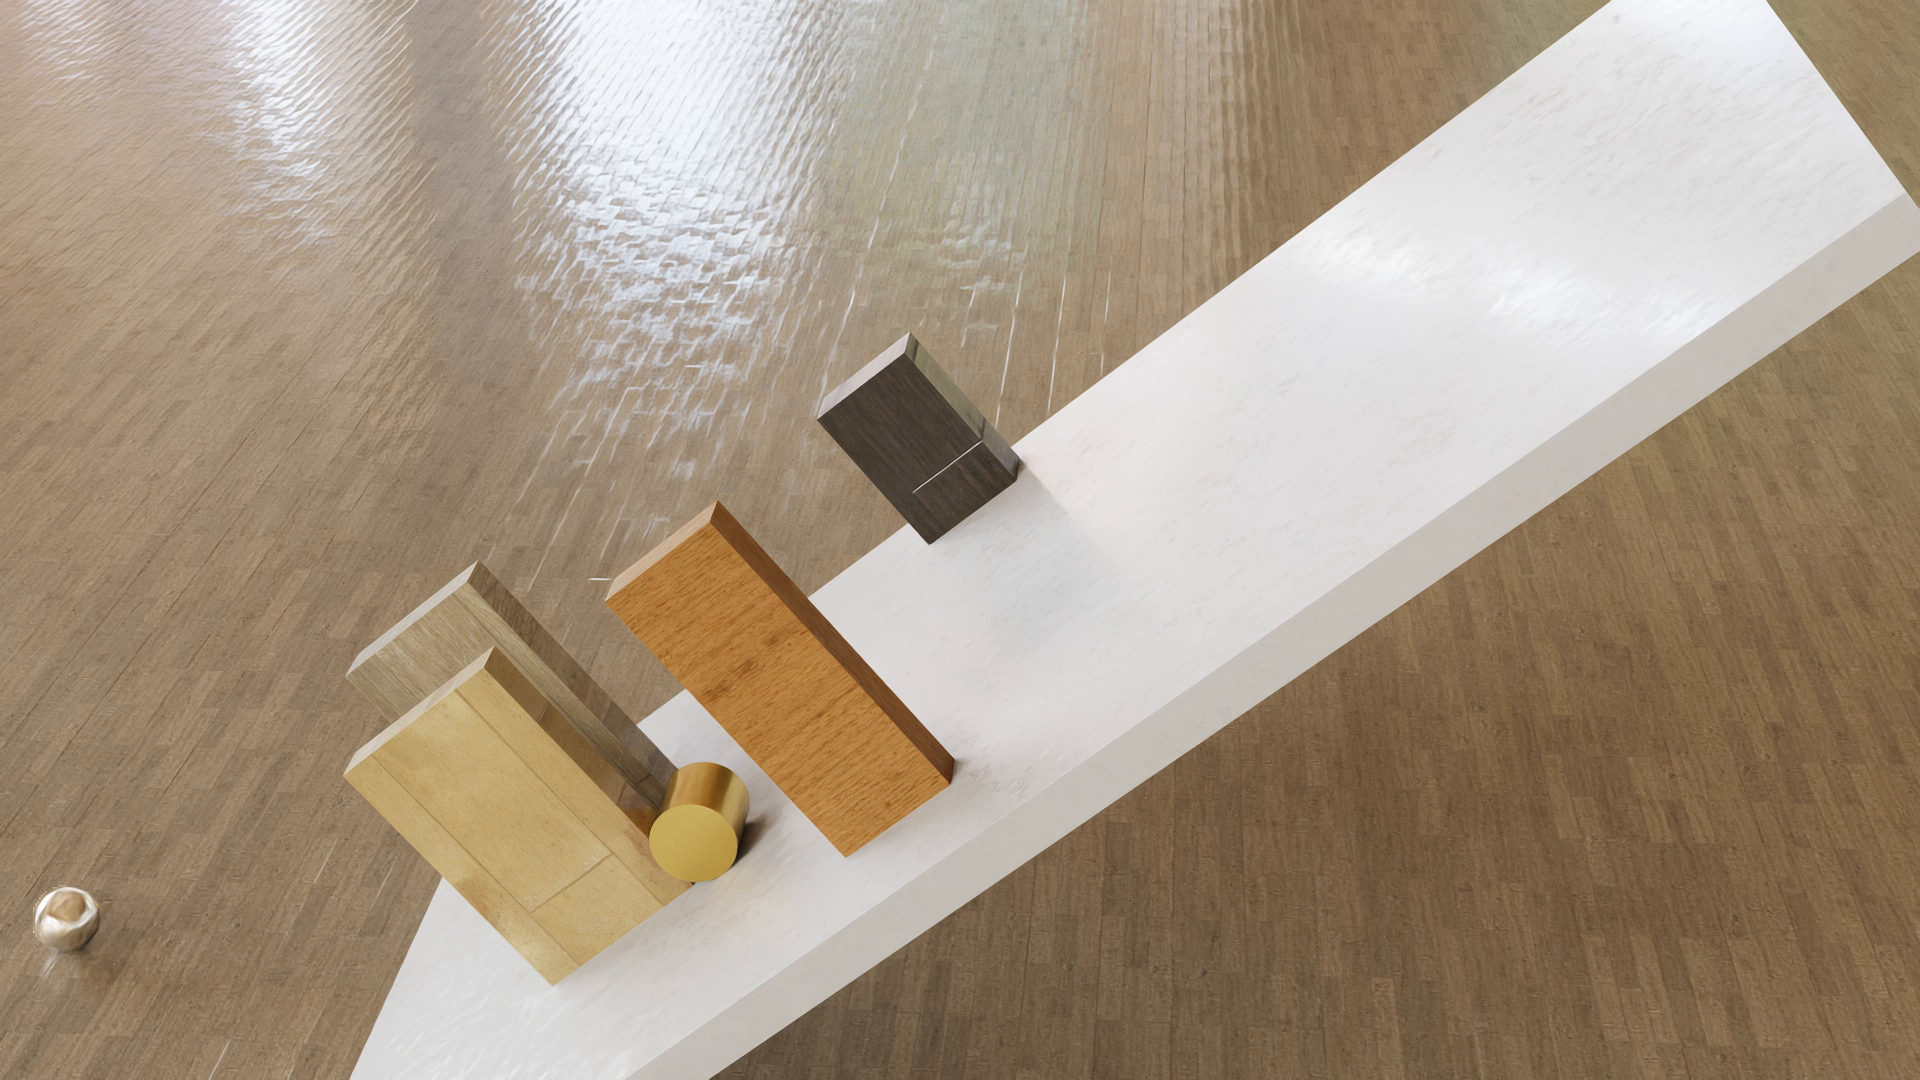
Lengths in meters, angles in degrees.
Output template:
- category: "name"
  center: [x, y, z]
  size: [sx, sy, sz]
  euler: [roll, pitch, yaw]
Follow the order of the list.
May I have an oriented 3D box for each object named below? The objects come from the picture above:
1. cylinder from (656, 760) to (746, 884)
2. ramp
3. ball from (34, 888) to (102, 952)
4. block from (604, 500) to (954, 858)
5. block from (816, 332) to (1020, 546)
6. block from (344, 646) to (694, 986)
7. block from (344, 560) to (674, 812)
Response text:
- category: "cylinder"
  center: [-0.556, 0.603, 6.299]
  size: [0.189, 0.189, 0.189]
  euler: [-3, 37, -6]
- category: "ramp"
  center: [0.118, 0.187, 6.346]
  size: [4.000, 0.100, 2.000]
  euler: [-36, 16, 18]
- category: "ball"
  center: [-2.307, 0.981, 7.606]
  size: [0.165, 0.165, 0.165]
  euler: [0, 24, 0]
- category: "block"
  center: [-0.344, 0.275, 5.707]
  size: [0.271, 0.707, 0.106]
  euler: [-36, 16, 18]
- category: "block"
  center: [-0.097, -0.242, 7.049]
  size: [0.274, 0.415, 0.143]
  euler: [-36, 16, 18]
- category: "block"
  center: [-0.940, 0.601, 6.339]
  size: [0.420, 0.661, 0.107]
  euler: [-36, 16, 18]
- category: "block"
  center: [-1.011, 0.443, 6.789]
  size: [0.390, 0.737, 0.120]
  euler: [-36, 16, 18]
